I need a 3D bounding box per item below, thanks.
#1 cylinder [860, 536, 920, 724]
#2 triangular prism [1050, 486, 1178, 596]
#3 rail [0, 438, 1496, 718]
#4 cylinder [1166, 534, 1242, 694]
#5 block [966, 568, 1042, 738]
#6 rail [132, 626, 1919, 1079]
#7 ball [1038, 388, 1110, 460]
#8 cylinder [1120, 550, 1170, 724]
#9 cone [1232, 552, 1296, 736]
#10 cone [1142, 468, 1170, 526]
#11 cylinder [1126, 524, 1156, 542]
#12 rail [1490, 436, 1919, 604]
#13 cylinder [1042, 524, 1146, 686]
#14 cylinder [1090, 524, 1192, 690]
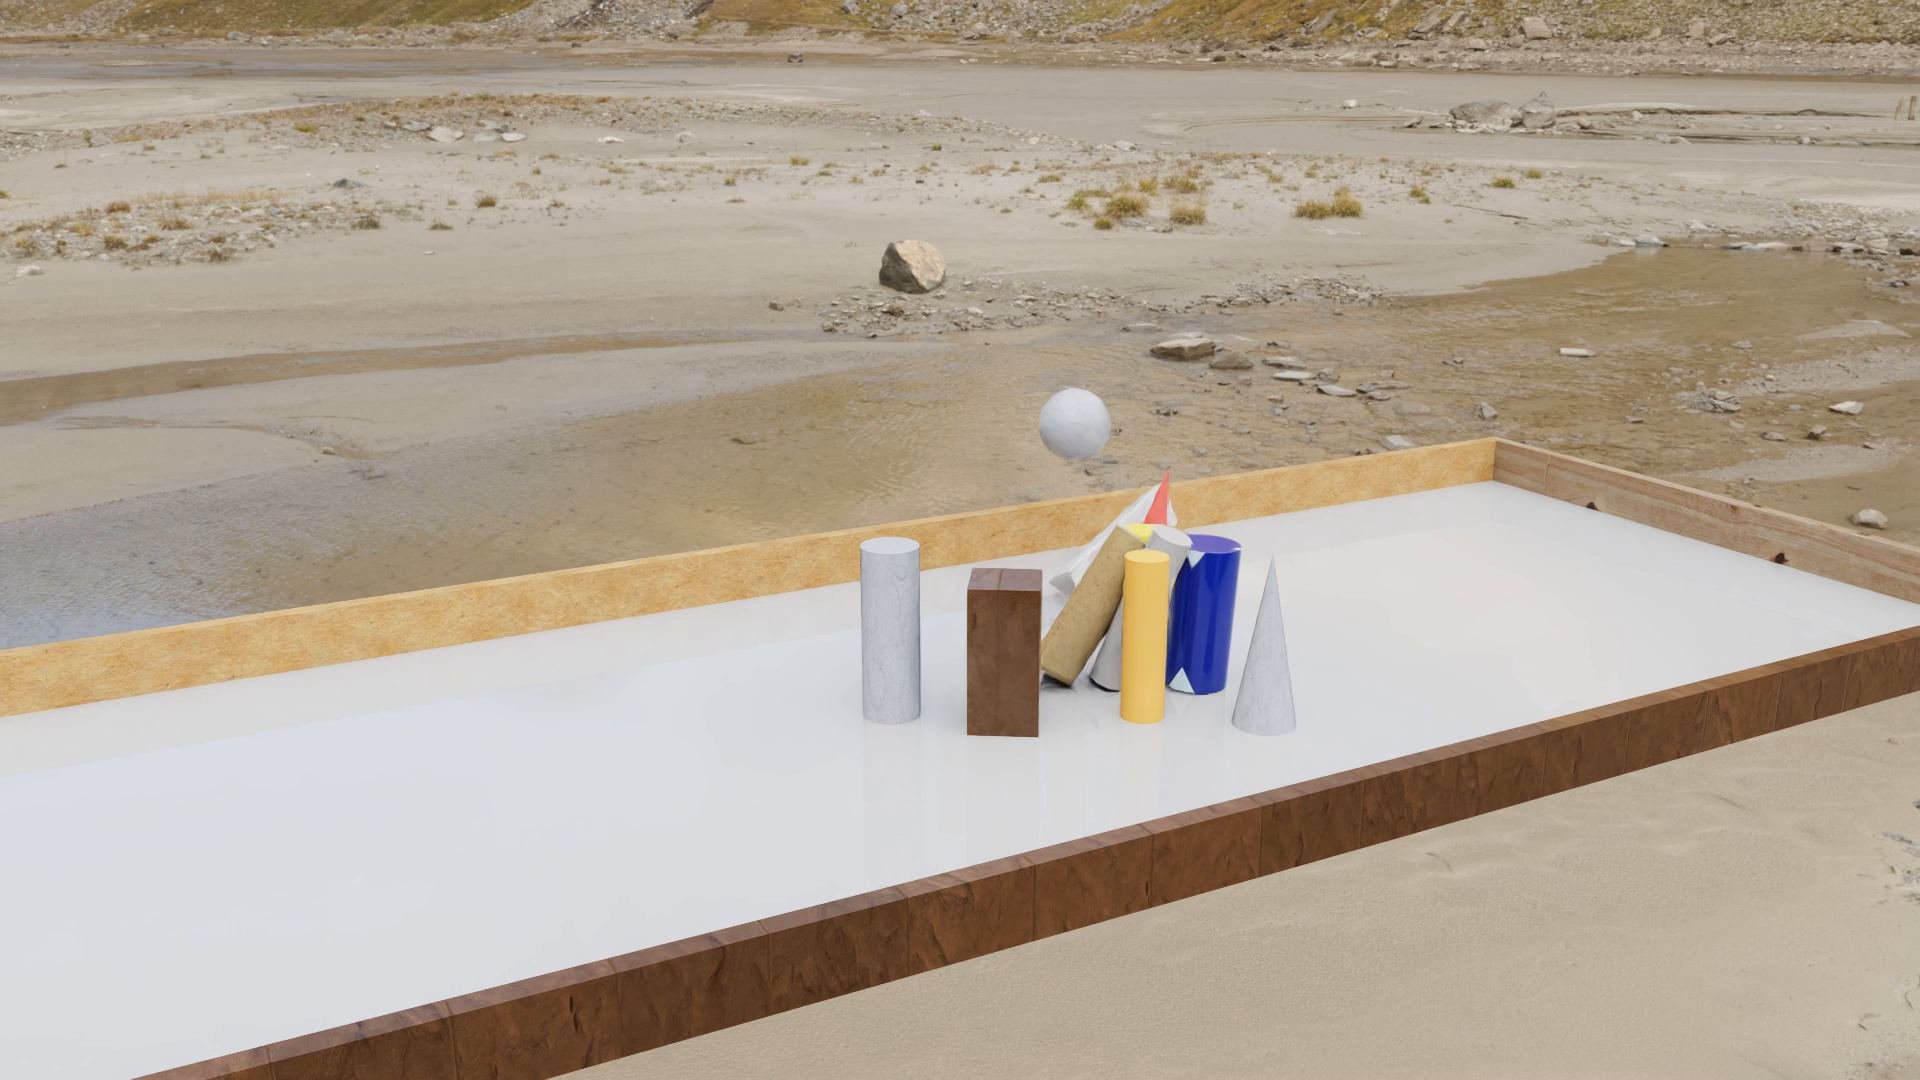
[{"bbox_3d":[-0.163,0.213,3.884,0.138,0.420,0.138,0,16,0],"label":"cylinder"},{"bbox_3d":[0.446,-0.001,4.744,0.141,0.122,0.414,36,63,25],"label":"triangular prism"},{"bbox_3d":[-3.305,0.497,3.399,12.000,0.150,0.050,-9,18,-27],"label":"rail"},{"bbox_3d":[0.597,0.182,4.079,0.160,0.361,0.160,3,17,-1],"label":"cylinder"},{"bbox_3d":[0.105,0.260,3.839,0.165,0.355,0.165,1,16,4],"label":"block"},{"bbox_3d":[-2.336,1.006,1.665,12.000,0.150,0.050,-9,18,-27],"label":"rail"},{"bbox_3d":[0.346,-0.350,4.994,0.219,0.219,0.219,0,16,0],"label":"ball"},{"bbox_3d":[0.434,0.228,3.875,0.104,0.397,0.104,0,16,0],"label":"cylinder"},{"bbox_3d":[0.715,0.229,3.826,0.151,0.422,0.151,0,16,0],"label":"cone"},{"bbox_3d":[0.530,-0.001,4.560,0.170,0.424,0.170,11,15,-3],"label":"cone"},{"bbox_3d":[0.483,0.122,4.374,0.116,0.313,0.116,3,17,-1],"label":"cylinder"},{"bbox_3d":[2.466,-0.048,5.253,0.050,0.150,2.100,-9,18,-27],"label":"rail"},{"bbox_3d":[0.334,0.161,4.096,0.123,0.397,0.123,32,7,-4],"label":"cylinder"},{"bbox_3d":[0.440,0.168,4.028,0.100,0.418,0.100,18,24,-8],"label":"cylinder"}]
